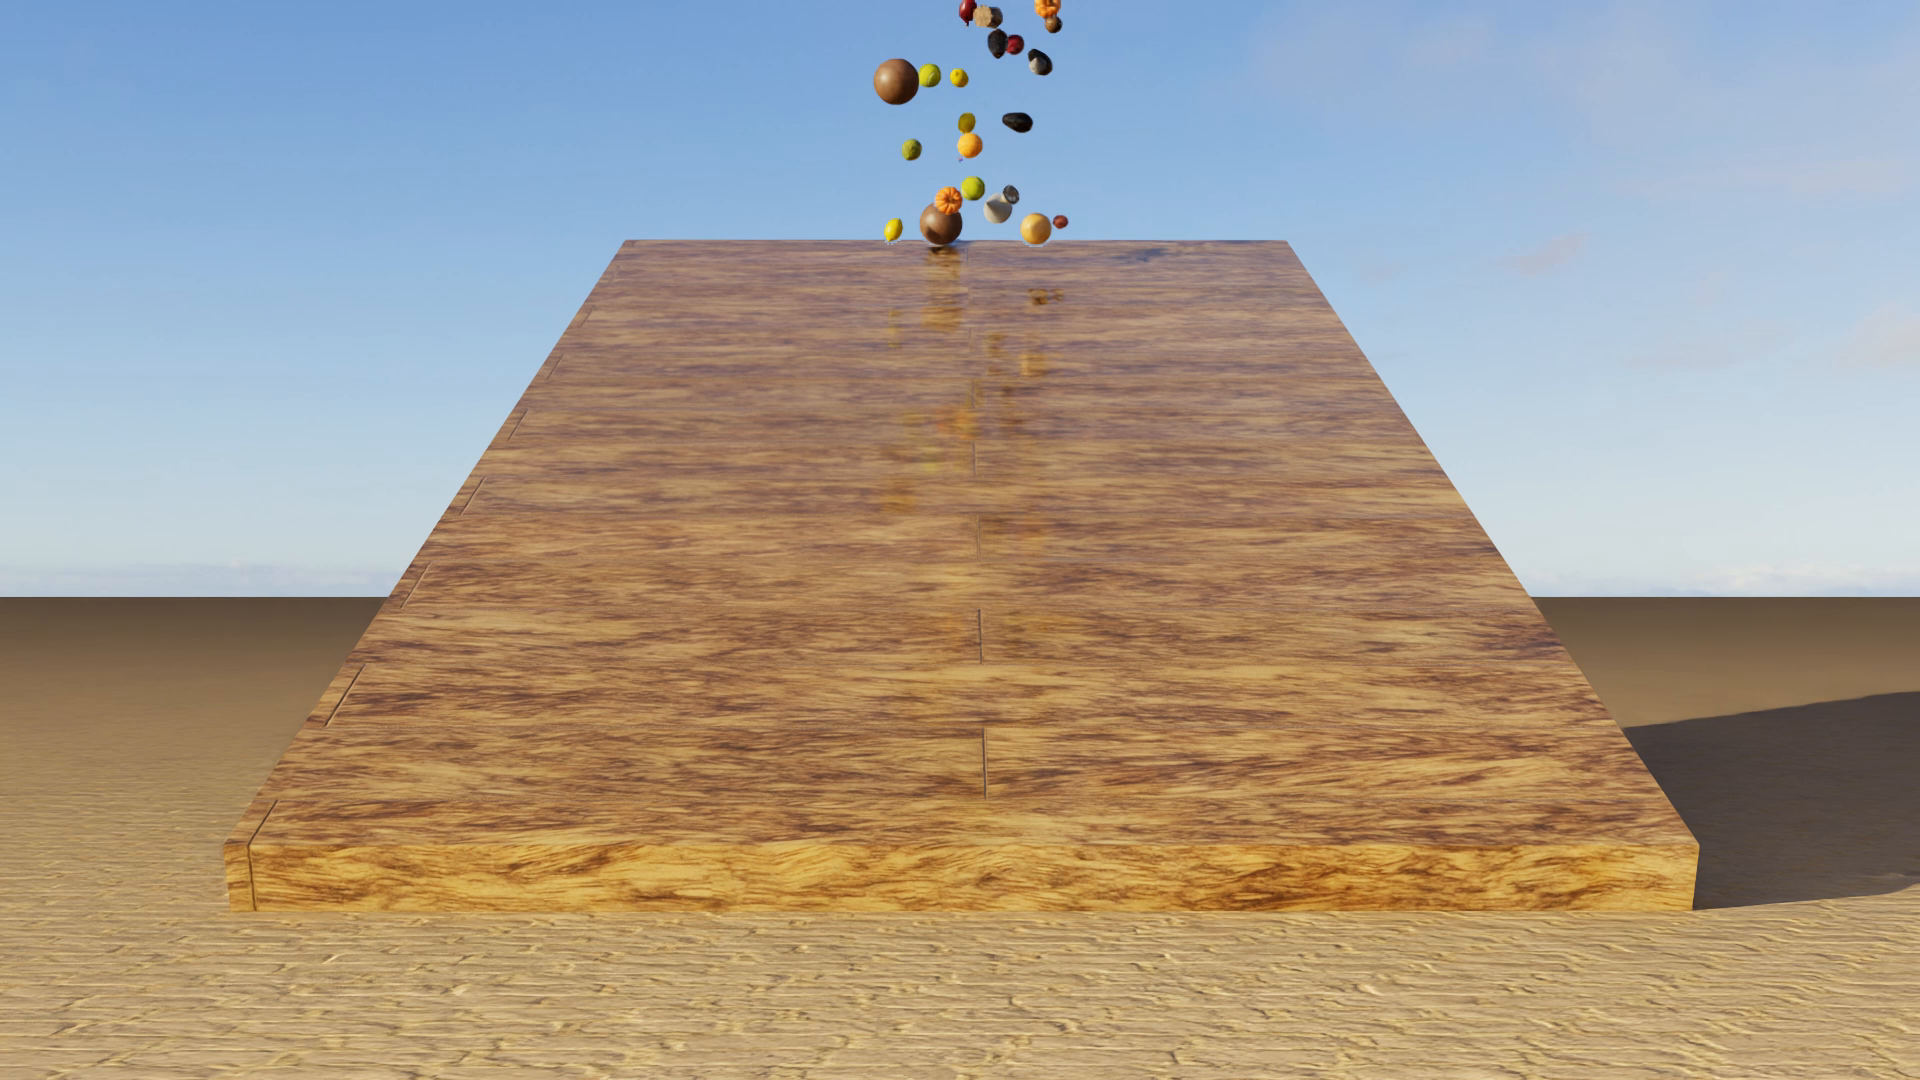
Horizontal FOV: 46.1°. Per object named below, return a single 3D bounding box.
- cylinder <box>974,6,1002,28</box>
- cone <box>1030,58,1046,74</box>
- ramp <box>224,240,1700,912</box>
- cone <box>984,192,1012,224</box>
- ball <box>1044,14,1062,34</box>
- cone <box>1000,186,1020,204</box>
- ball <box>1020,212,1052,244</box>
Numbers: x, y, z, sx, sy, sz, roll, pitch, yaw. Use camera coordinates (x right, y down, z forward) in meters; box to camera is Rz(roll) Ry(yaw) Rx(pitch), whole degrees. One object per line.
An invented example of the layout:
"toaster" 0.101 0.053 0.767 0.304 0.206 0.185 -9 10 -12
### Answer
"cylinder" 0.081 -1.503 6.483 0.062 0.062 0.062 -1 8 32
"cone" 0.222 -1.374 6.479 0.051 0.051 0.051 0 -15 6
"ramp" -0.004 -0.201 4.960 2.000 0.100 4.000 0 19 0
"cone" 0.094 -0.977 6.588 0.092 0.092 0.092 -1 -3 23
"ball" 0.271 -1.495 6.536 0.051 0.051 0.051 0 -1 0
"cone" 0.129 -0.965 6.371 0.057 0.057 0.057 1 -14 -36
"ball" 0.217 -0.889 6.440 0.091 0.091 0.091 0 -1 0
